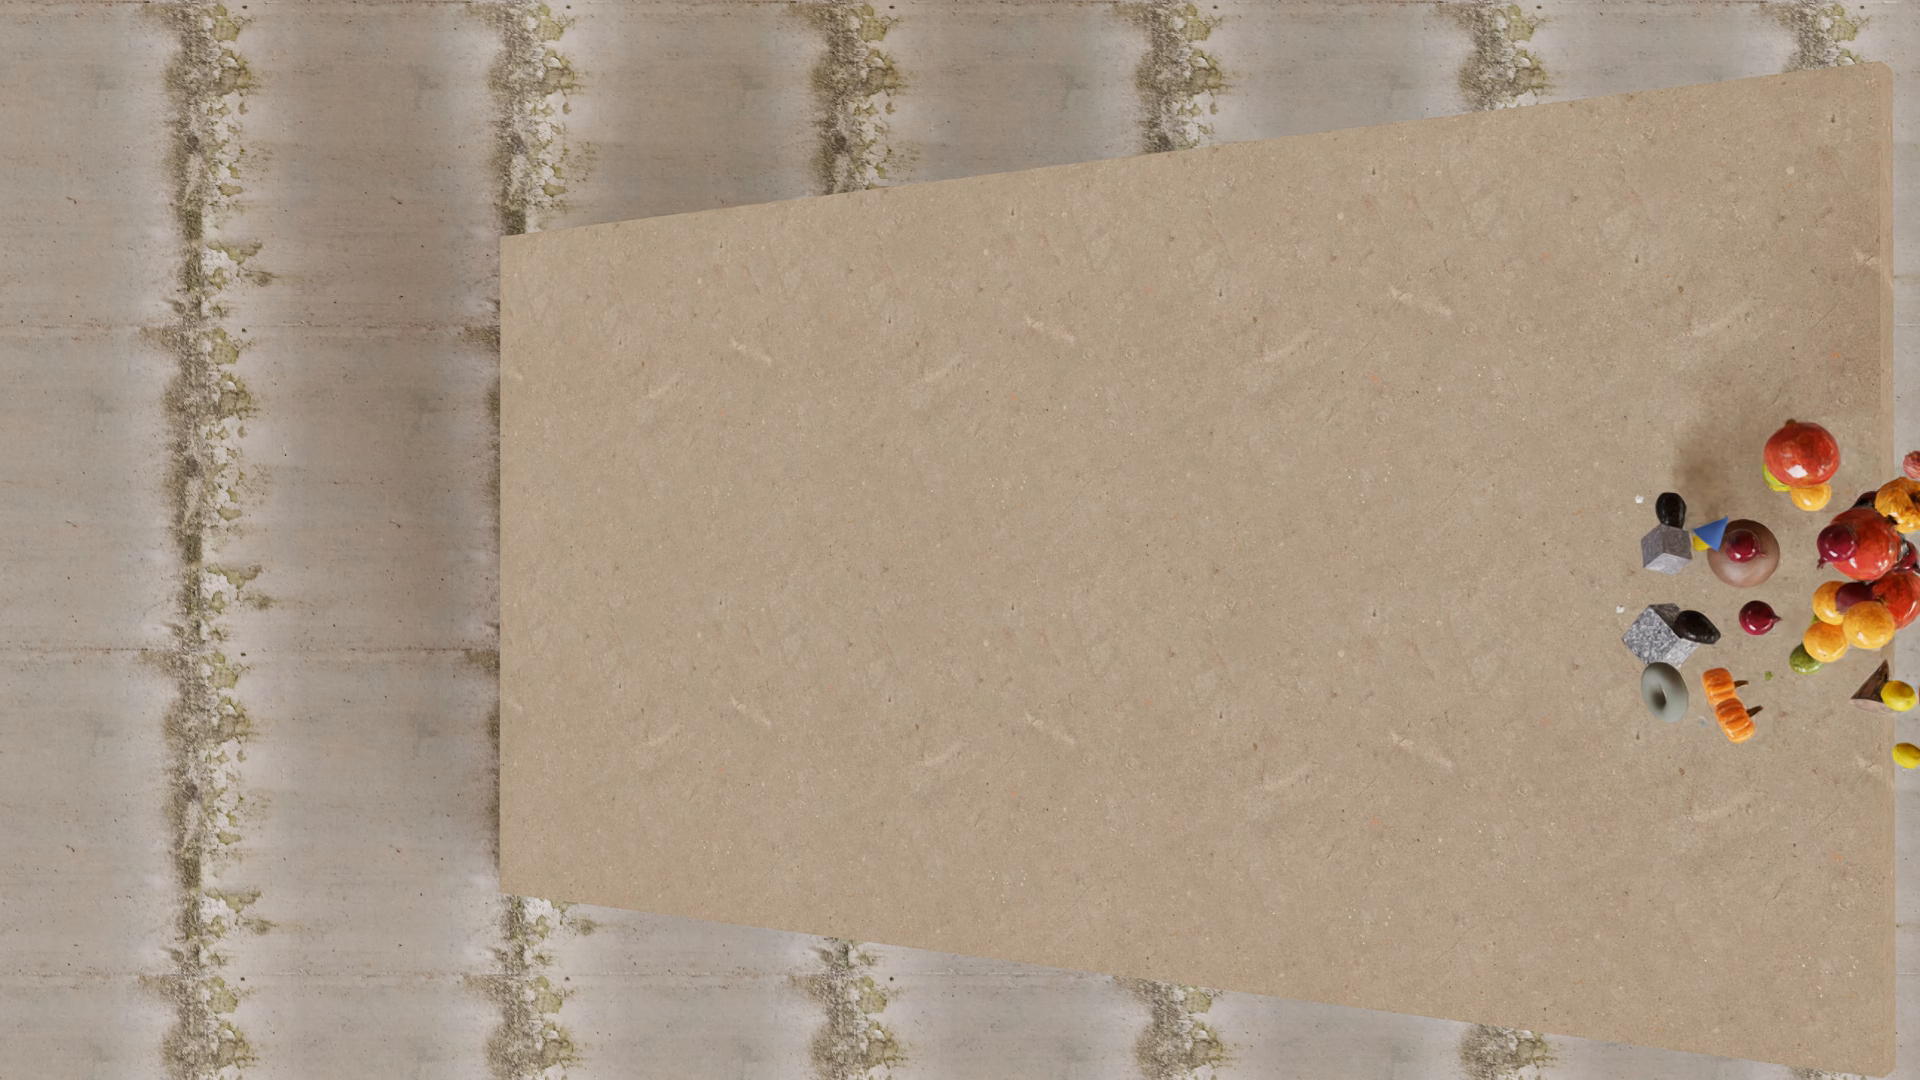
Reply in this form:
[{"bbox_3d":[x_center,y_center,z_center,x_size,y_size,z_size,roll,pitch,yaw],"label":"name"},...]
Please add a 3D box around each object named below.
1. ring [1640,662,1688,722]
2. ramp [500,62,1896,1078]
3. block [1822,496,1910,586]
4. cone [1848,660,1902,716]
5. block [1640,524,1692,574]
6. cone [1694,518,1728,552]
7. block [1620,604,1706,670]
[{"bbox_3d":[1.365,0.295,4.261,0.041,0.122,0.122,-14,90,-16],"label":"ring"},{"bbox_3d":[0.234,0.066,5.554,4.000,0.100,2.000,0,89,37],"label":"ramp"},{"bbox_3d":[1.502,0.003,3.646,0.089,0.089,0.089,-40,53,7],"label":"block"},{"bbox_3d":[1.629,0.253,3.890,0.091,0.091,0.091,18,79,0],"label":"cone"},{"bbox_3d":[1.398,0.019,4.352,0.066,0.066,0.066,13,58,-14],"label":"block"},{"bbox_3d":[1.304,-0.020,3.788,0.057,0.057,0.057,39,109,0],"label":"cone"},{"bbox_3d":[1.415,0.196,4.425,0.096,0.096,0.096,55,129,33],"label":"block"}]
